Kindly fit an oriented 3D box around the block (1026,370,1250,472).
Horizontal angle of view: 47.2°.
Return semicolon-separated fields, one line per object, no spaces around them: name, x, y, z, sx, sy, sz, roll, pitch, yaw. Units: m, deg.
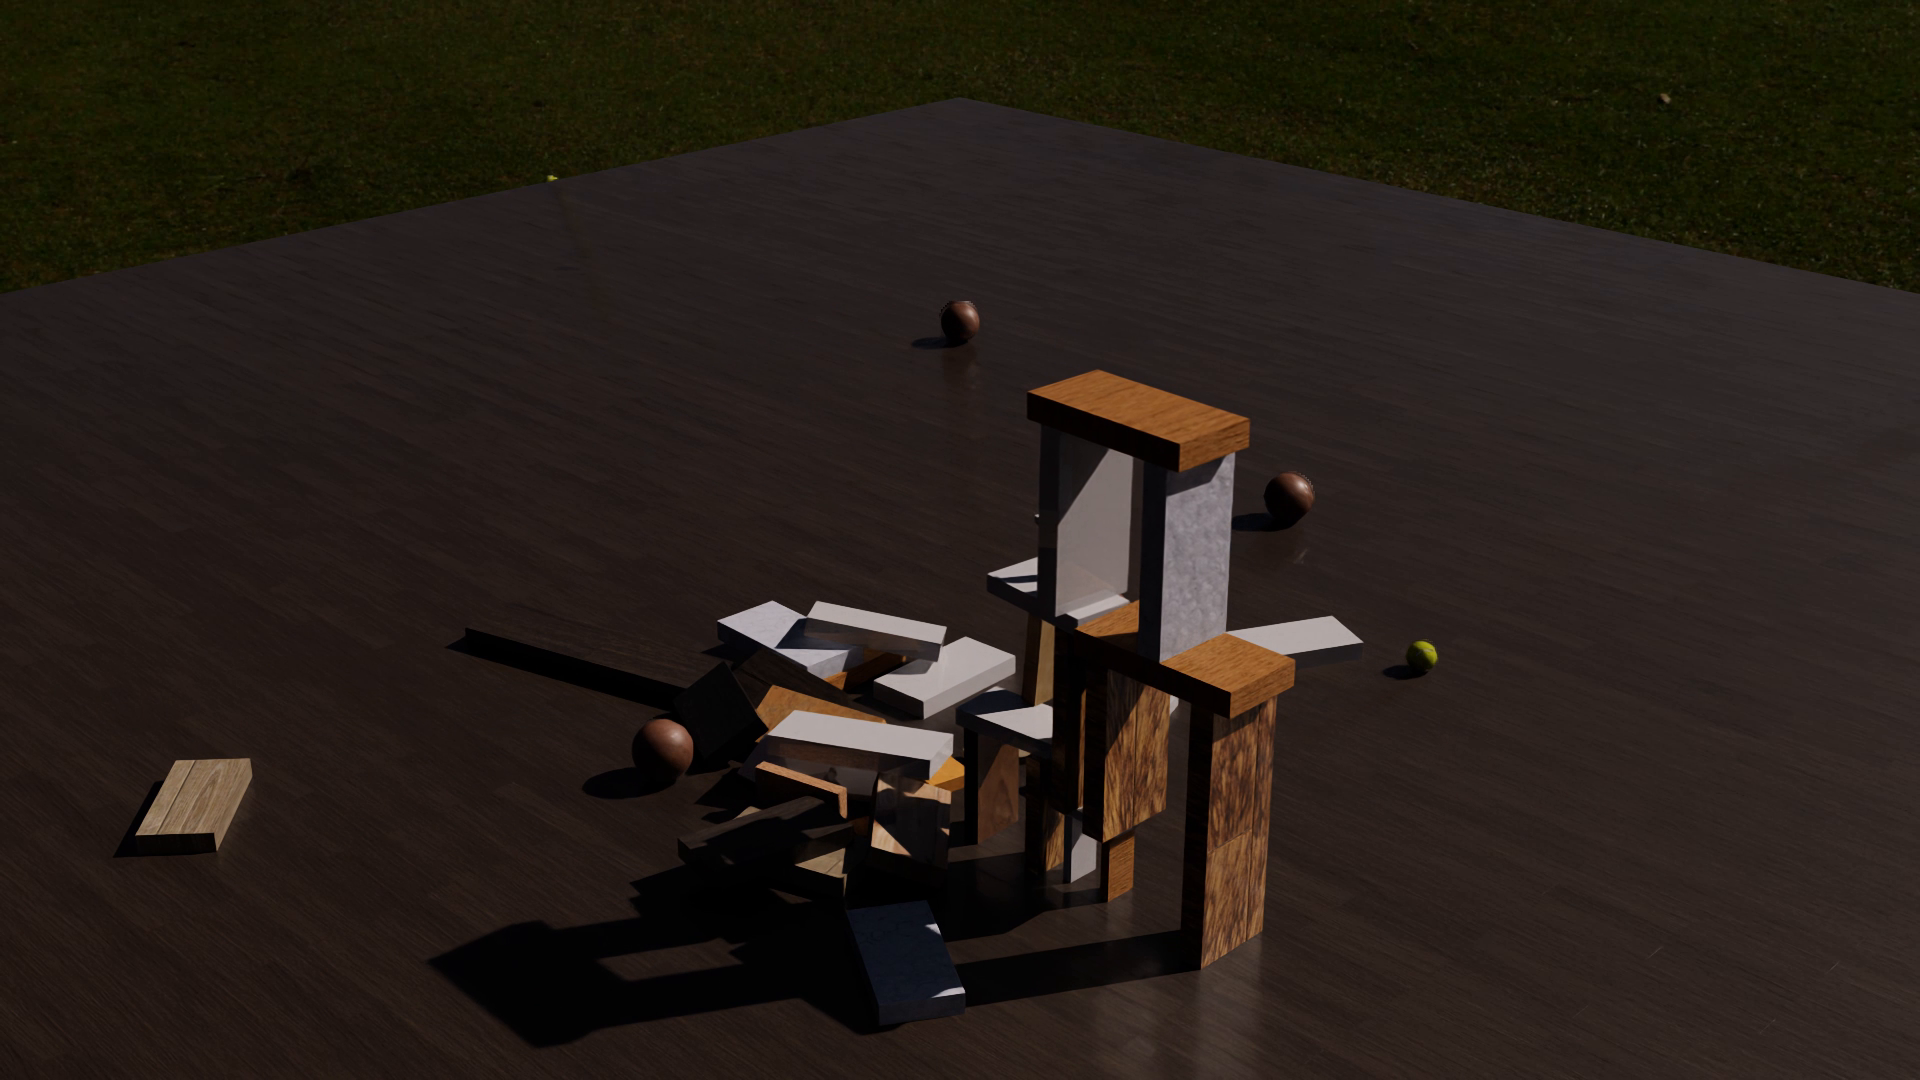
block;0.305;-0.209;3.804;0.179;0.051;0.357;-20;30;-39

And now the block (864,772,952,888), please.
block;-0.100;0.563;4.313;0.153;0.043;0.306;18;22;-6

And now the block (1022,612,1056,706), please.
block;0.186;0.186;4.272;0.128;0.256;0.036;-20;34;-40

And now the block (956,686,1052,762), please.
block;0.126;0.355;4.246;0.247;0.035;0.124;18;29;36

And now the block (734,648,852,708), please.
block;-0.388;0.342;4.829;0.286;0.041;0.143;24;54;41

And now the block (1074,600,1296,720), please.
block;0.393;0.206;3.882;0.178;0.050;0.356;-21;31;-41

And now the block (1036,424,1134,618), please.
block;0.226;-0.055;3.961;0.179;0.357;0.051;-18;29;-36

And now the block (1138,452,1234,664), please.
block;0.391;0.015;3.805;0.179;0.362;0.051;-21;31;-40

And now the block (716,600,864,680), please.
block;-0.390;0.233;5.034;0.164;0.046;0.328;-20;30;-39

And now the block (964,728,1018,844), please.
block;0.063;0.464;4.349;0.035;0.247;0.124;19;29;38

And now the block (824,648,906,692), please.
block;-0.293;0.287;5.026;0.164;0.046;0.328;18;29;36

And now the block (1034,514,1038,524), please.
block;0.186;-0.025;4.055;0.053;0.015;0.105;-11;26;-24

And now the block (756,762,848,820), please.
block;-0.318;0.520;4.404;0.204;0.102;0.029;14;27;30

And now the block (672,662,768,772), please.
block;-0.518;0.376;4.732;0.143;0.041;0.286;-38;30;-4

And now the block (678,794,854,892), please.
block;-0.373;0.579;4.231;0.302;0.043;0.151;-15;27;-31

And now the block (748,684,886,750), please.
block;-0.310;0.409;4.656;0.286;0.041;0.143;14;56;28

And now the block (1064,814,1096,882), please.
block;0.231;0.579;4.215;0.071;0.142;0.020;-21;31;-40

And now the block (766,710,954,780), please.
block;-0.204;0.418;4.503;0.350;0.043;0.153;7;17;16

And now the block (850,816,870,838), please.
block;-0.157;0.570;4.394;0.130;0.018;0.065;-13;26;-27

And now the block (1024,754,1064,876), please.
block;0.182;0.511;4.240;0.124;0.247;0.035;-21;31;-41

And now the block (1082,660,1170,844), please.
block;0.307;0.361;4.039;0.178;0.356;0.050;-21;31;-41

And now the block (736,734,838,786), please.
block;-0.356;0.480;4.522;0.204;0.029;0.102;21;68;40

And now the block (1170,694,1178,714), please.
block;0.397;0.381;4.825;0.103;0.029;0.205;10;25;23

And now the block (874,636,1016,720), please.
block;-0.034;0.309;4.976;0.154;0.044;0.308;19;30;38

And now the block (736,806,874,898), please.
block;-0.322;0.605;4.280;0.302;0.043;0.151;12;26;25

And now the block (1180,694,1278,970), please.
block;0.477;0.500;3.917;0.050;0.519;0.178;21;31;41

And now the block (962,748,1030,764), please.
block;0.133;0.453;4.671;0.246;0.018;0.065;-5;24;-12

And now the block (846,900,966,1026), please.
block;-0.101;0.752;3.933;0.153;0.043;0.306;-5;24;-12

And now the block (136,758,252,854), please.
block;-1.544;0.535;4.444;0.151;0.043;0.302;-1;23;-3

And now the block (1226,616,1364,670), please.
block;0.697;0.257;5.100;0.449;0.044;0.154;-8;24;-17

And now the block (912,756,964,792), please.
block;-0.072;0.472;4.610;0.102;0.029;0.204;-15;27;-31

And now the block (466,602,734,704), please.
block;-0.837;0.262;5.084;0.654;0.046;0.164;13;26;27

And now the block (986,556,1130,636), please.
block;0.181;0.104;4.089;0.128;0.036;0.256;-18;29;-36

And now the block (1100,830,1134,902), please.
block;0.297;0.605;4.152;0.071;0.142;0.020;-21;31;-40

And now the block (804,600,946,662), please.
block;-0.191;0.208;5.014;0.308;0.044;0.154;11;13;2

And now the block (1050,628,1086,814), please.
block;0.233;0.322;4.106;0.128;0.376;0.036;-18;29;-36

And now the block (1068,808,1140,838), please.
block;0.264;0.517;4.153;0.071;0.020;0.142;-20;30;-39

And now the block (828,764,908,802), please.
block;-0.203;0.483;4.516;0.205;0.029;0.103;5;56;10
